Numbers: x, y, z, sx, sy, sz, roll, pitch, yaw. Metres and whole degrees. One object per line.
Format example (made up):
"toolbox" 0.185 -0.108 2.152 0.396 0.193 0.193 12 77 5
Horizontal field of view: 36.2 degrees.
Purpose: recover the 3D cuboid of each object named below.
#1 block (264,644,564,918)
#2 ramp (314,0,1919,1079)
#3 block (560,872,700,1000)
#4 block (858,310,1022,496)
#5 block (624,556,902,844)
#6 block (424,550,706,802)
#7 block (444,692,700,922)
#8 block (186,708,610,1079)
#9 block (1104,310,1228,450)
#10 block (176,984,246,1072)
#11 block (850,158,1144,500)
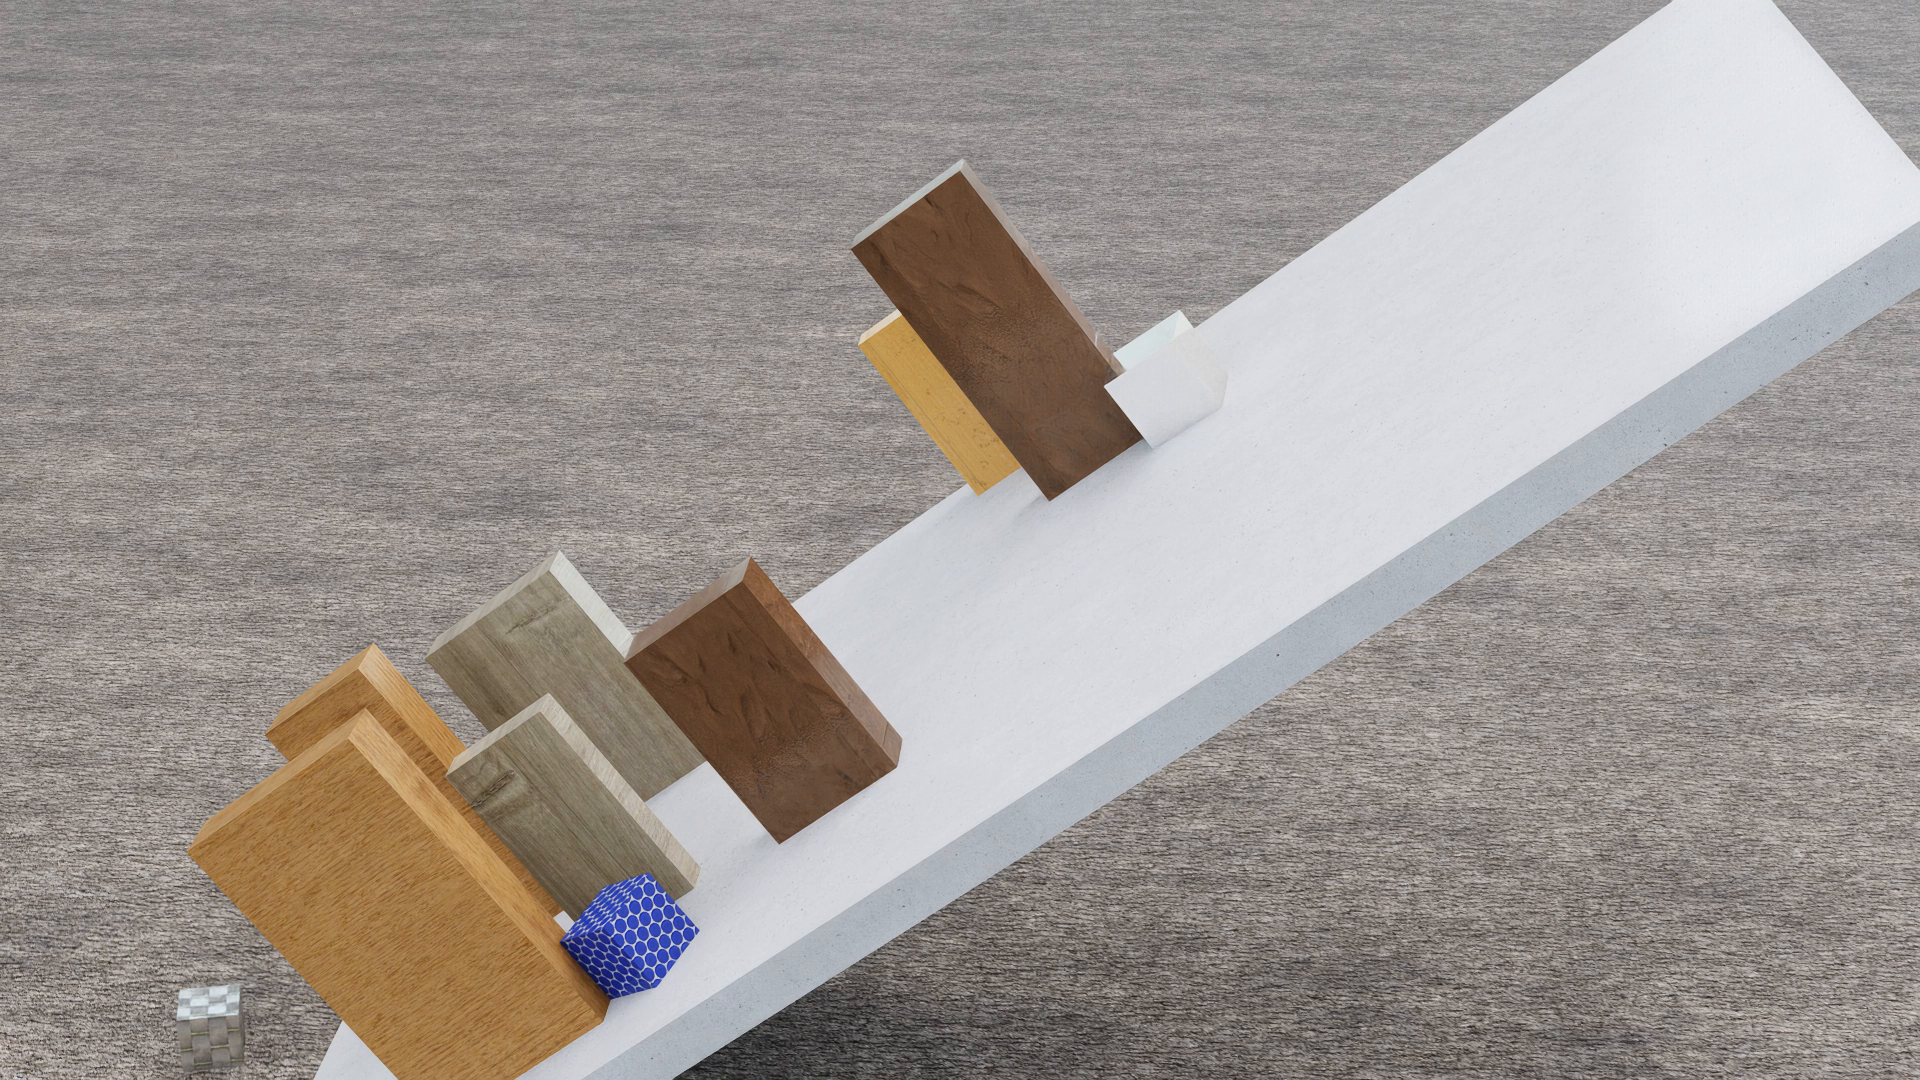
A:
"block" -1.199 0.600 6.600 0.279 0.722 0.135 -34 16 16
"ramp" 0.129 0.179 6.321 4.000 0.100 2.000 -34 16 16
"block" -0.661 0.793 5.887 0.162 0.162 0.162 -22 22 46
"block" 0.065 -0.409 7.047 0.407 0.475 0.083 -34 16 16
"block" -0.395 0.327 5.960 0.307 0.502 0.128 -34 16 16
"block" -0.901 0.367 6.845 0.380 0.582 0.119 -34 16 16
"block" -0.806 0.591 6.147 0.261 0.502 0.089 -34 16 16
"block" -1.107 0.759 5.857 0.431 0.769 0.132 -34 16 16
"block" 0.460 -0.356 6.542 0.187 0.187 0.187 -33 17 22
"block" -1.787 1.164 7.023 0.142 0.142 0.142 -4 23 -10
"block" 0.105 -0.467 6.619 0.305 0.741 0.101 -34 16 16
